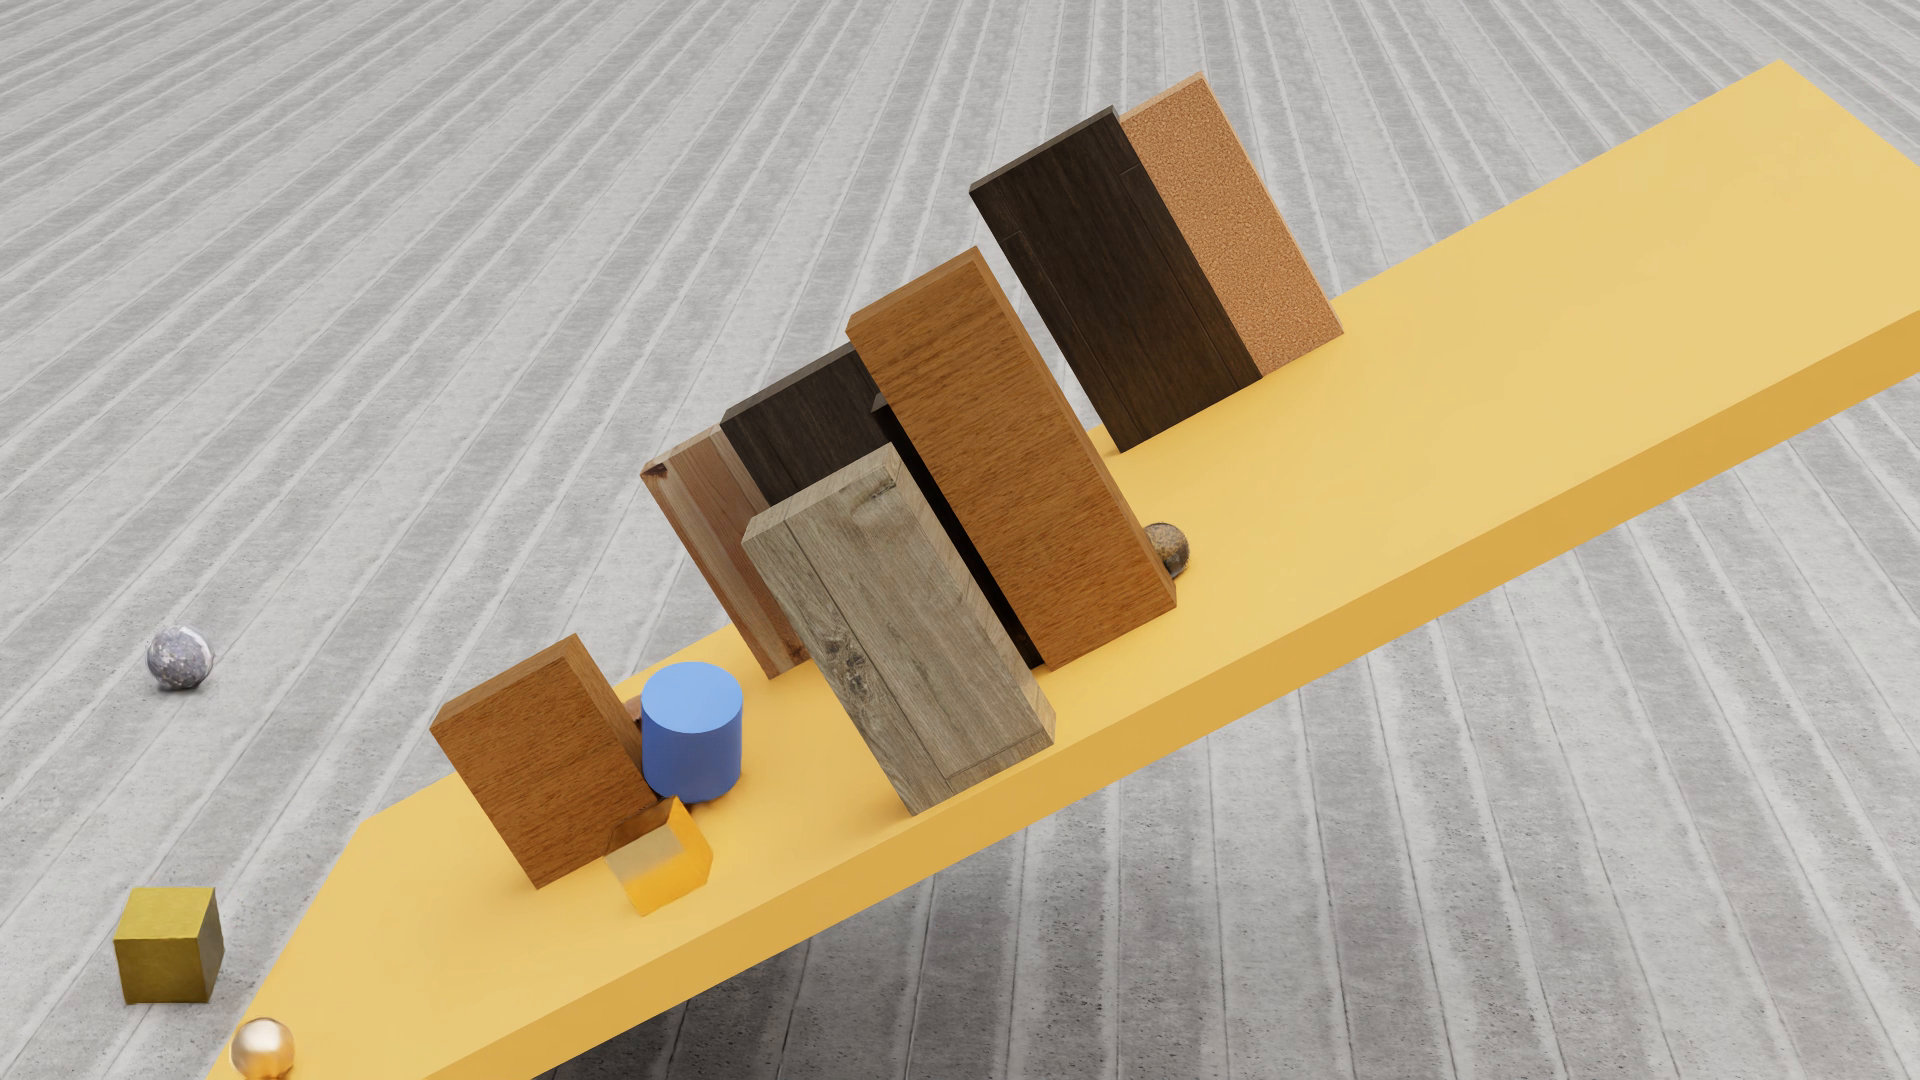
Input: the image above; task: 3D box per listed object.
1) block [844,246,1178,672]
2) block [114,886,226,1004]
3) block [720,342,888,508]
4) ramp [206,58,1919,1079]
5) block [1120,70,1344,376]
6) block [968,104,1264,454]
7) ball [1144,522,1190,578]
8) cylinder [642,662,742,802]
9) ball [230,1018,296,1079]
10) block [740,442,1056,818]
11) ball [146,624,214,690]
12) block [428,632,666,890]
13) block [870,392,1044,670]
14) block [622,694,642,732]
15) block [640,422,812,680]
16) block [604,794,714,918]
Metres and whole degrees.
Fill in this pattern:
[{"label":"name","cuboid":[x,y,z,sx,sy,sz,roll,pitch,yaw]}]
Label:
[{"label":"block","cuboid":[0.104,-0.151,5.646,0.278,0.783,0.127,-28,15,12]},{"label":"block","cuboid":[-1.850,0.950,6.891,0.192,0.192,0.192,-1,31,0]},{"label":"block","cuboid":[-0.172,-0.110,6.397,0.433,0.618,0.117,-28,15,12]},{"label":"ramp","cuboid":[0.142,0.168,6.285,4.000,0.100,2.000,-28,15,12]},{"label":"block","cuboid":[0.555,-0.683,6.726,0.365,0.675,0.097,-28,15,12]},{"label":"block","cuboid":[0.361,-0.595,6.758,0.374,0.708,0.097,-28,15,12]},{"label":"ball","cuboid":[0.397,0.023,5.820,0.115,0.115,0.115,0,19,0]},{"label":"cylinder","cuboid":[-0.559,0.401,6.133,0.208,0.208,0.208,3,42,-2]},{"label":"ball","cuboid":[-1.435,1.051,6.062,0.131,0.131,0.131,0,19,0]},{"label":"block","cuboid":[-0.106,0.166,5.369,0.300,0.607,0.148,-28,15,12]},{"label":"ball","cuboid":[-2.317,0.347,8.744,0.195,0.195,0.195,0,19,0]},{"label":"block","cuboid":[-0.857,0.471,6.243,0.338,0.422,0.141,-28,15,12]},{"label":"block","cuboid":[0.103,-0.077,5.754,0.275,0.607,0.132,-28,15,12]},{"label":"block","cuboid":[-0.703,0.467,6.421,0.185,0.185,0.185,-29,15,8]},{"label":"block","cuboid":[-0.384,-0.029,6.667,0.444,0.565,0.093,-28,15,12]},{"label":"block","cuboid":[-0.589,0.618,5.765,0.146,0.146,0.146,-29,15,10]}]
